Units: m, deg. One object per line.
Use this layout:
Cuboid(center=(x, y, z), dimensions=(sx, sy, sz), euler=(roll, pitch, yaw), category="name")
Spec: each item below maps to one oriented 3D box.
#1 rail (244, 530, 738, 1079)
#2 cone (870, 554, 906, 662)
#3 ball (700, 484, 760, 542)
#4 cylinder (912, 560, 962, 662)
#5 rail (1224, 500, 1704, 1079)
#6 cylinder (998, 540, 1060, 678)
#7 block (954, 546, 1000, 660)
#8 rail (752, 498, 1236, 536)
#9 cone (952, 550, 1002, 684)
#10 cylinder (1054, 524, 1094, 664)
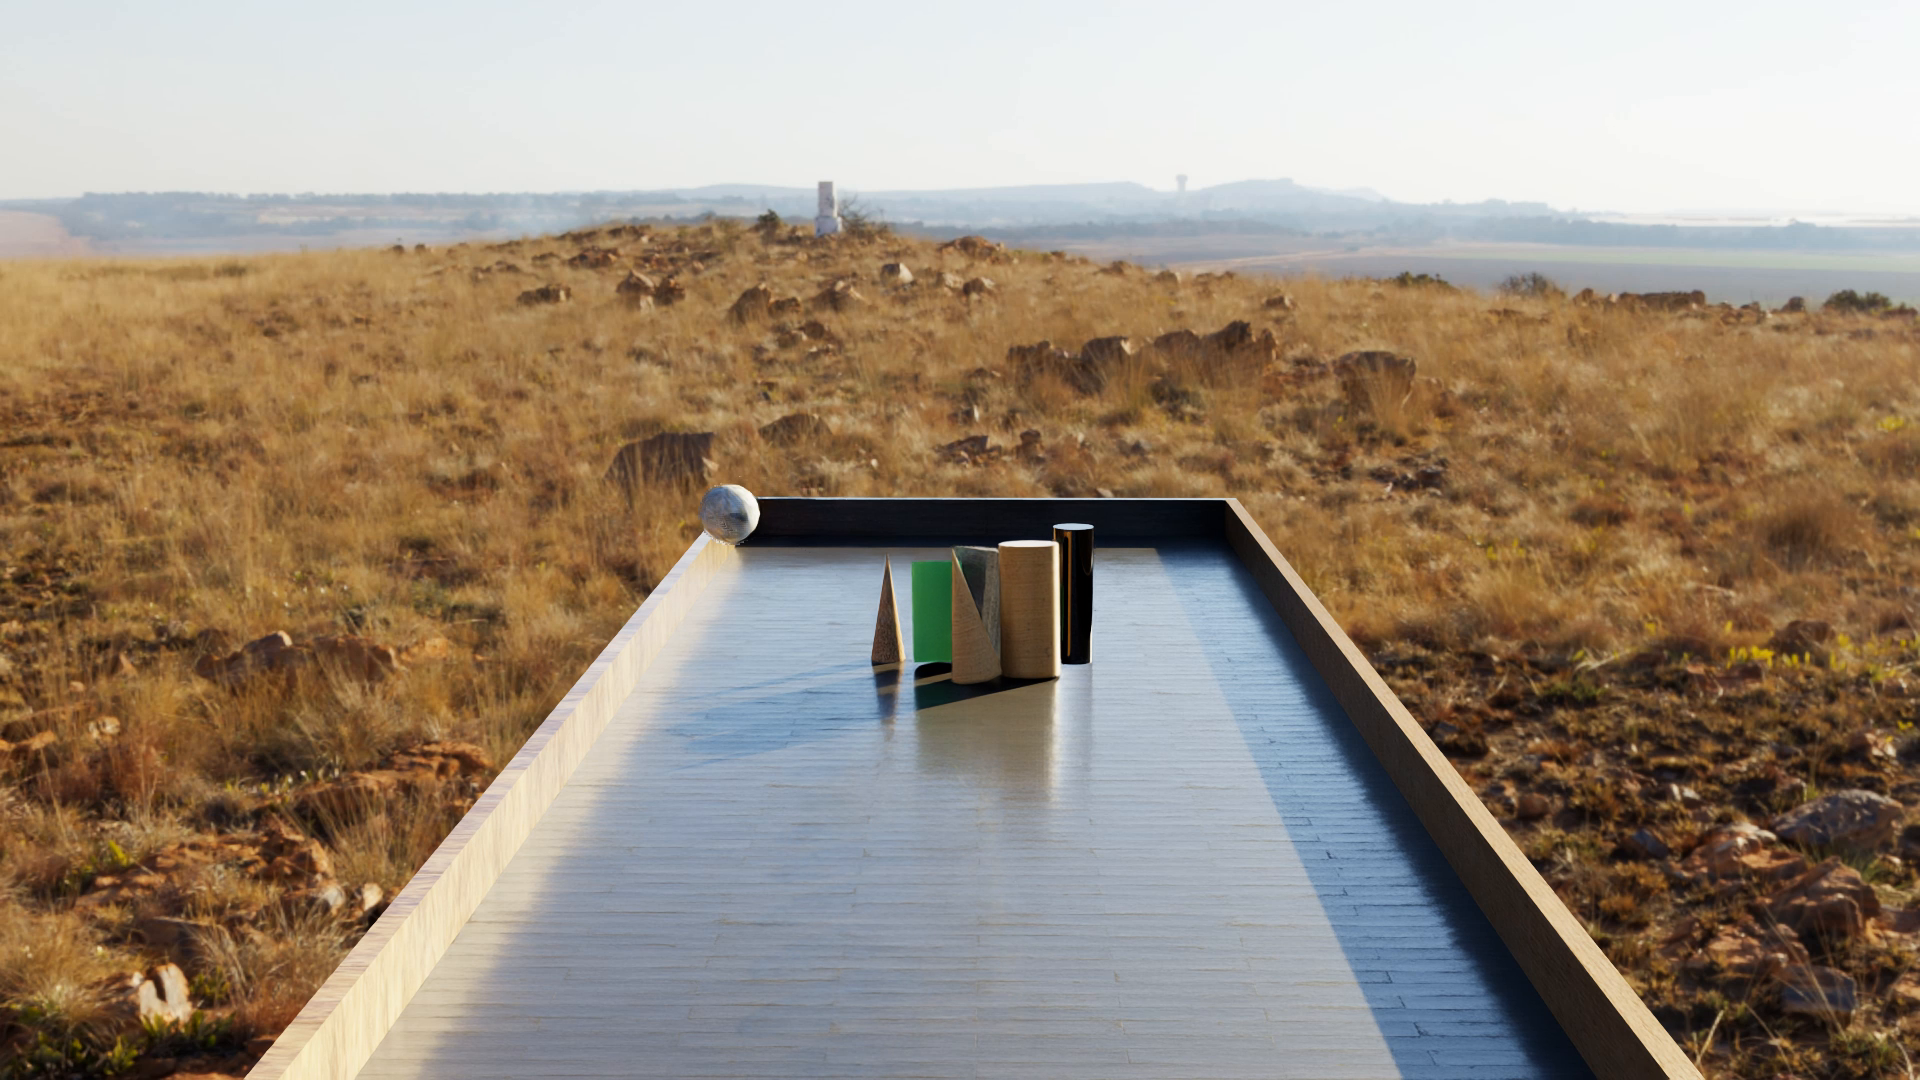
Cuboid(center=(-1.004, 0.839, 3.234), dimensions=(0.050, 0.150, 12.000), euler=(0, 9, 1), category="rail")
Cuboid(center=(-0.220, 0.199, 6.691), dimensions=(0.105, 0.332, 0.105), euler=(0, 9, 0), category="cone")
Cuboid(center=(-0.720, -0.083, 6.884), dimensions=(0.183, 0.183, 0.183), euler=(0, 9, 0), category="ball")
Cuboid(center=(-0.066, 0.216, 6.603), dimensions=(0.151, 0.300, 0.151), euler=(-1, -3, 0), category="cylinder")
Cuboid(center=(1.046, 0.843, 3.208), dimensions=(0.050, 0.150, 12.000), euler=(0, 9, 1), category="rail")
Cuboid(center=(0.205, 0.203, 6.465), dimensions=(0.177, 0.386, 0.177), euler=(-1, 6, 0), category="cylinder")
Cuboid(center=(0.063, 0.192, 6.688), dimensions=(0.134, 0.331, 0.134), euler=(8, 3, 42), category="block")
Cuboid(center=(0.099, -0.098, 9.147), dimensions=(2.100, 0.150, 0.050), euler=(0, 9, 1), category="rail")
Cuboid(center=(0.013, 0.207, 6.375), dimensions=(0.151, 0.393, 0.151), euler=(-11, 12, 2), category="cone")
Cuboid(center=(0.342, 0.163, 6.662), dimensions=(0.122, 0.412, 0.122), euler=(0, 9, 0), category="cylinder")
